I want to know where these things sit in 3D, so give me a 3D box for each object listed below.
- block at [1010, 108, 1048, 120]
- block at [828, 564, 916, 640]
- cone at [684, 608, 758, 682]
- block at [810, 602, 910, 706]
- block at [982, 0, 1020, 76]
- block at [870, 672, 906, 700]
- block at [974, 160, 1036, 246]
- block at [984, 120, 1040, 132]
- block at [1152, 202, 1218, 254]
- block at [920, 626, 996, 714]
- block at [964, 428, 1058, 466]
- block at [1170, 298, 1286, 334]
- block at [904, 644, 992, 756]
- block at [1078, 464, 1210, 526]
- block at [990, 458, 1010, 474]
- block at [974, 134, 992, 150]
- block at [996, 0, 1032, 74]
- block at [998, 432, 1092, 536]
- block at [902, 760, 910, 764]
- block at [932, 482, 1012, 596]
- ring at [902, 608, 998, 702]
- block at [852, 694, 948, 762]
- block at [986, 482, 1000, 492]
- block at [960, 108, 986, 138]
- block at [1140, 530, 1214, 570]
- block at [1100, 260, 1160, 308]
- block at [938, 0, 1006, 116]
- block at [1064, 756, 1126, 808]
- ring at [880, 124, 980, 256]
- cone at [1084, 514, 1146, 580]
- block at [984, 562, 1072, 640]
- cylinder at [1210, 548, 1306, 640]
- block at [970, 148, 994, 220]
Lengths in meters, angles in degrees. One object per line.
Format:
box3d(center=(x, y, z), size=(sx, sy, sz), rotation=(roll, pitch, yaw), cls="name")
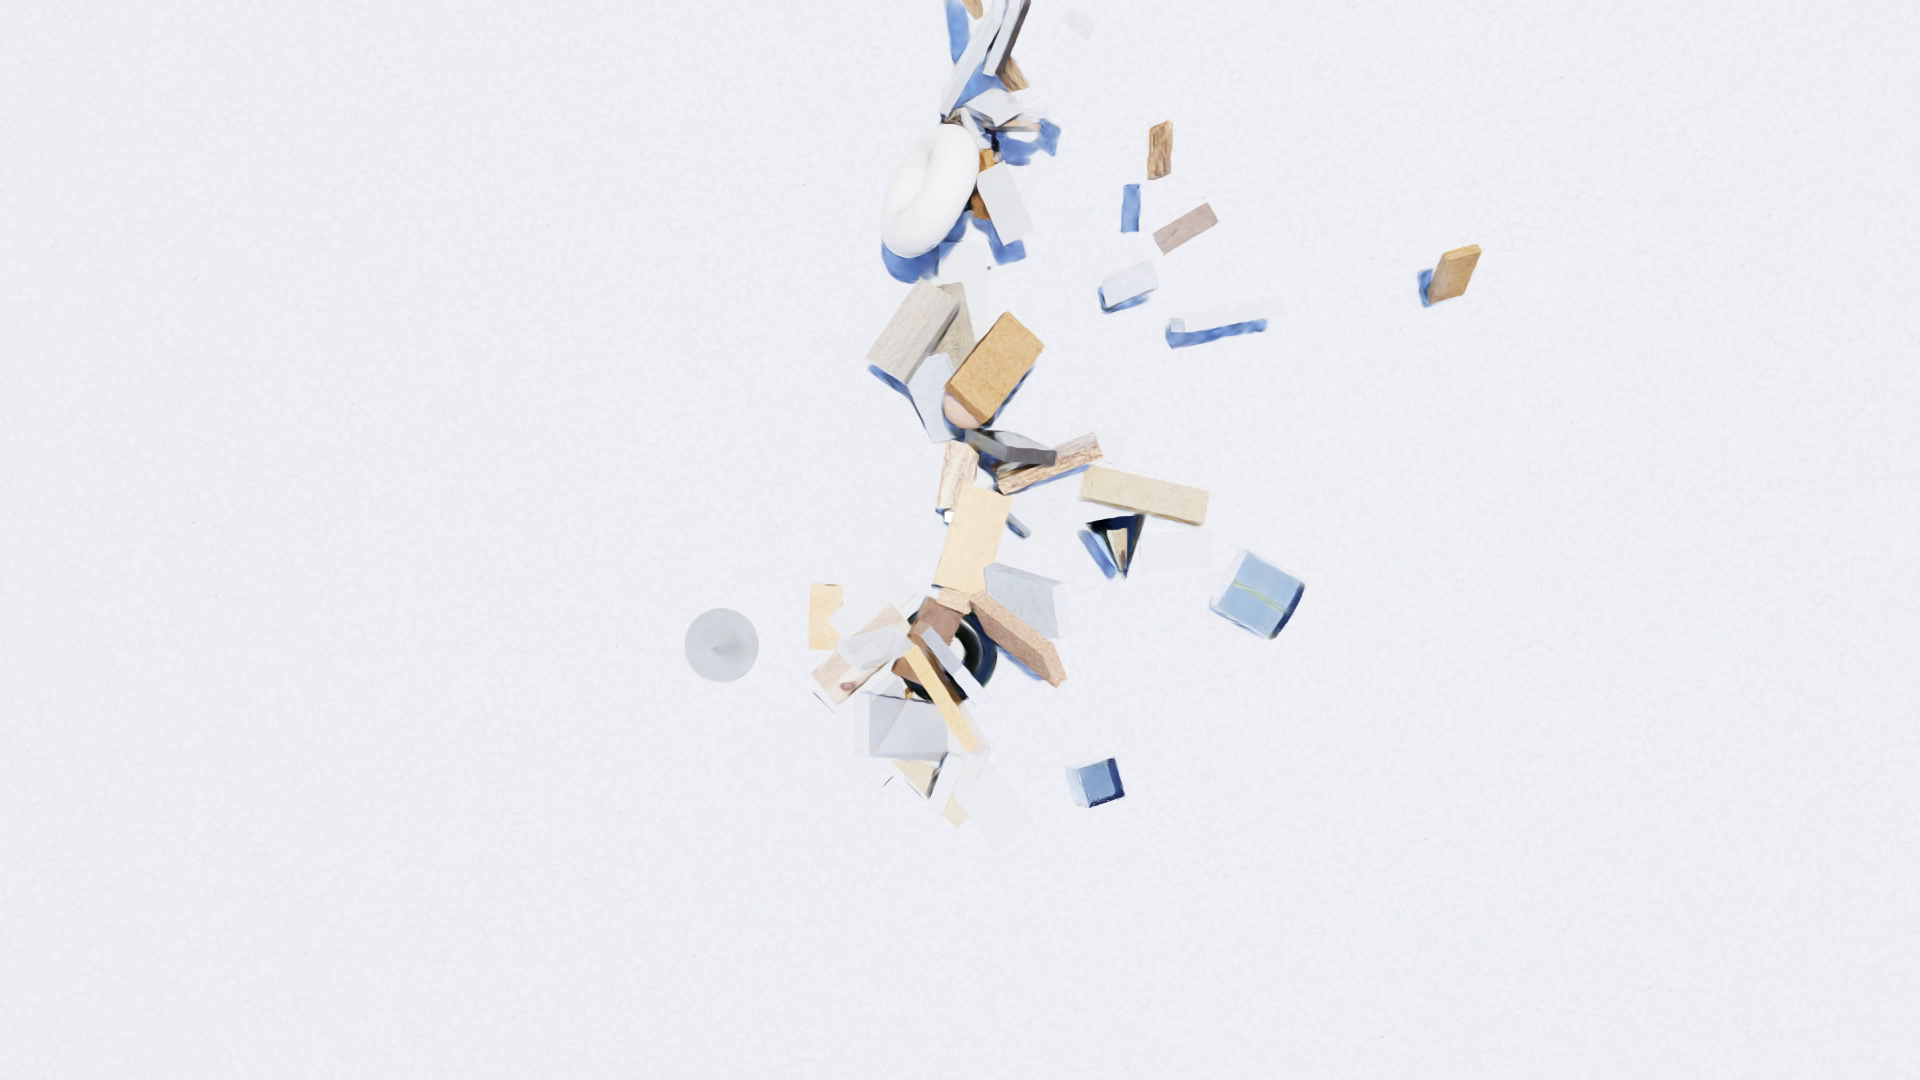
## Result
box3d(center=(0.192, -1.331, 5.169), size=(0.151, 0.076, 0.021), rotation=(10, 120, 39), cls="block")
box3d(center=(-0.291, 0.219, 5.450), size=(0.273, 0.039, 0.136), rotation=(-43, 90, 0), cls="block")
box3d(center=(-0.797, 0.350, 5.372), size=(0.250, 0.250, 0.250), rotation=(0, 89, 1), cls="cone")
box3d(center=(-0.311, 0.373, 5.390), size=(0.350, 0.039, 0.136), rotation=(-41, 75, 0), cls="block")
box3d(center=(0.128, -1.561, 5.079), size=(0.033, 0.117, 0.233), rotation=(16, 134, -11), cls="block")
box3d(center=(-0.219, 0.529, 5.190), size=(0.033, 0.232, 0.116), rotation=(30, 64, 33), cls="block")
box3d(center=(0.138, -1.057, 5.182), size=(0.111, 0.031, 0.237), rotation=(-18, 103, 34), cls="block")
box3d(center=(0.162, -1.297, 5.165), size=(0.160, 0.080, 0.023), rotation=(9, 96, 31), cls="block")
box3d(center=(0.751, -1.037, 5.489), size=(0.211, 0.023, 0.080), rotation=(-31, 90, 0), cls="block")
box3d(center=(-0.010, 0.403, 5.146), size=(0.048, 0.414, 0.168), rotation=(-40, 110, -3), cls="block")
box3d(center=(0.156, -0.292, 5.138), size=(0.166, 0.333, 0.047), rotation=(3, 102, -22), cls="block")
box3d(center=(0.860, -0.721, 5.304), size=(0.333, 0.167, 0.047), rotation=(-11, 100, -6), cls="block")
box3d(center=(-0.037, 0.492, 5.044), size=(0.051, 0.179, 0.358), rotation=(-35, 74, 4), cls="block")
box3d(center=(0.610, -0.148, 5.462), size=(0.419, 0.034, 0.119), rotation=(13, 68, 0), cls="block")
box3d(center=(0.201, -0.215, 5.439), size=(0.191, 0.095, 0.027), rotation=(28, 120, 5), cls="block")
box3d(center=(0.073, -1.232, 5.314), size=(0.020, 0.070, 0.140), rotation=(23, 130, 37), cls="block")
box3d(center=(0.164, -1.545, 5.015), size=(0.021, 0.246, 0.076), rotation=(16, 47, -11), cls="block")
box3d(center=(0.261, -0.181, 5.342), size=(0.165, 0.047, 0.330), rotation=(41, 64, 1), cls="block")
box3d(center=(-0.184, 0.633, 5.241), size=(0.033, 0.232, 0.116), rotation=(32, 85, 28), cls="block")
box3d(center=(0.040, 0.001, 5.213), size=(0.165, 0.047, 0.330), rotation=(16, 87, -4), cls="block")
box3d(center=(-0.045, 0.372, 5.444), size=(0.343, 0.114, 0.343), rotation=(0, 89, 1), cls="ring")
box3d(center=(-0.175, 0.583, 5.050), size=(0.051, 0.623, 0.179), rotation=(-3, 80, 21), cls="block")
box3d(center=(0.121, -0.156, 5.430), size=(0.018, 0.130, 0.065), rotation=(12, 72, -21), cls="block")
box3d(center=(0.047, -1.323, 5.301), size=(0.070, 0.020, 0.140), rotation=(-25, 115, -28), cls="block")
box3d(center=(0.719, 0.034, 5.483), size=(0.238, 0.034, 0.119), rotation=(-3, 90, 0), cls="block")
box3d(center=(0.550, -0.829, 5.346), size=(0.191, 0.027, 0.095), rotation=(-19, 79, 38), cls="block")
box3d(center=(0.035, -1.502, 5.133), size=(0.033, 0.392, 0.117), rotation=(21, 50, -16), cls="block")
box3d(center=(0.442, 0.793, 5.417), size=(0.133, 0.133, 0.133), rotation=(-16, 90, -17), cls="block")
box3d(center=(-0.097, -1.088, 5.144), size=(0.148, 0.443, 0.443), rotation=(25, 90, -24), cls="ring")
box3d(center=(0.504, 0.033, 5.182), size=(0.198, 0.198, 0.198), rotation=(-10, 90, 0), cls="cone")
box3d(center=(0.203, 0.184, 5.031), size=(0.048, 0.336, 0.168), rotation=(-21, 111, -32), cls="block")
box3d(center=(0.973, 0.178, 5.390), size=(0.221, 0.221, 0.221), rotation=(30, 90, 0), cls="cylinder")
box3d(center=(0.074, -1.135, 5.257), size=(0.031, 0.111, 0.222), rotation=(-23, 118, -28), cls="block")
